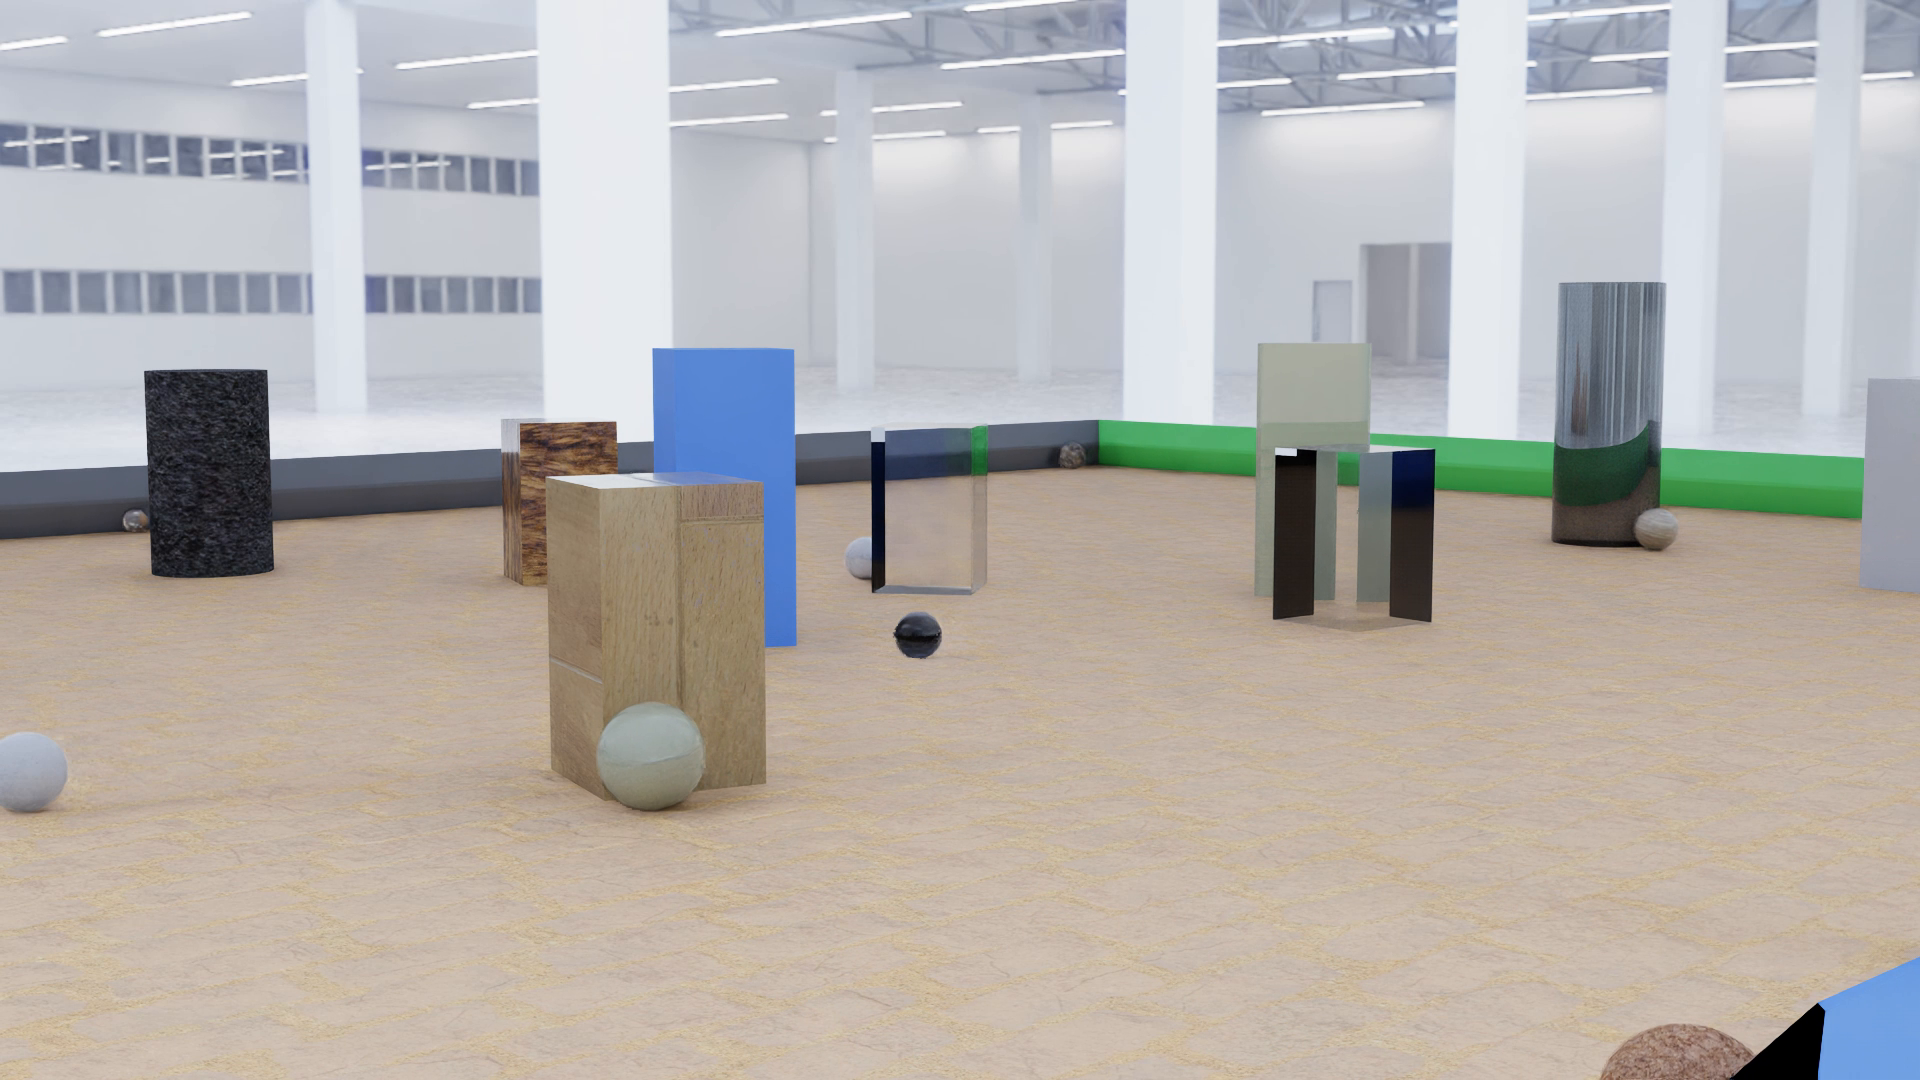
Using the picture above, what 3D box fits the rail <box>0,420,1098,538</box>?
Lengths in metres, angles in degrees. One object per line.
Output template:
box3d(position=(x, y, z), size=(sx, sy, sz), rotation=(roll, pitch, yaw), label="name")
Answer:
box3d(position=(-1.330, -0.116, 4.766), size=(4.757, 0.129, 0.045), rotation=(-5, 8, -42), label="rail")

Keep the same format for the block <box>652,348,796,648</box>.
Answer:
box3d(position=(-0.319, -0.060, 2.964), size=(0.159, 0.394, 0.159), rotation=(-2, 6, -18), label="block")

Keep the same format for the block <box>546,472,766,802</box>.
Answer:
box3d(position=(-0.291, 0.085, 2.097), size=(0.159, 0.286, 0.159), rotation=(-3, 7, -28), label="block")

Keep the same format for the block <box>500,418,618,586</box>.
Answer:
box3d(position=(-0.667, -0.068, 3.663), size=(0.159, 0.264, 0.159), rotation=(-2, 6, -22), label="block")

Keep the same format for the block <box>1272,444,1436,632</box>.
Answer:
box3d(position=(0.565, -0.007, 3.156), size=(0.159, 0.249, 0.159), rotation=(-5, 8, -38), label="block")

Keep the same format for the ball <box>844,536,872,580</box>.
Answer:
box3d(position=(-0.158, 0.030, 3.656), size=(0.071, 0.071, 0.071), rotation=(0, 6, 0), label="ball")

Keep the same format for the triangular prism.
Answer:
box3d(position=(0.552, -0.116, 3.499), size=(0.173, 0.395, 0.150), rotation=(0, 6, 1), label="triangular prism")

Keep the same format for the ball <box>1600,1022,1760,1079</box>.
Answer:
box3d(position=(0.364, 0.287, 1.100), size=(0.089, 0.089, 0.089), rotation=(0, 6, 0), label="ball")

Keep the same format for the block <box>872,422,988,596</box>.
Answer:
box3d(position=(-0.047, -0.053, 3.533), size=(0.159, 0.263, 0.159), rotation=(1, 6, 10), label="block")

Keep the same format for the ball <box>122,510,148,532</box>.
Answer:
box3d(position=(-1.662, -0.039, 4.432), size=(0.047, 0.047, 0.047), rotation=(0, 6, 0), label="ball")

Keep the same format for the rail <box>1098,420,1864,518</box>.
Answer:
box3d(position=(1.731, -0.132, 4.920), size=(0.045, 0.129, 3.970), rotation=(-5, 8, -42), label="rail")

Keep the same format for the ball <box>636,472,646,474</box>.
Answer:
box3d(position=(-0.760, -0.130, 5.237), size=(0.064, 0.064, 0.064), rotation=(0, 6, 0), label="ball")

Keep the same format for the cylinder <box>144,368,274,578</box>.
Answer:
box3d(position=(-1.283, -0.118, 3.761), size=(0.199, 0.344, 0.199), rotation=(0, 6, 0), label="cylinder")

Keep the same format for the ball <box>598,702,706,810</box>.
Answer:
box3d(position=(-0.276, 0.193, 1.971), size=(0.097, 0.097, 0.097), rotation=(0, 6, 0), label="ball")

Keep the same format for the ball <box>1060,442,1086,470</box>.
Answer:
box3d(position=(0.318, -0.238, 6.211), size=(0.075, 0.075, 0.075), rotation=(0, 6, 0), label="ball")

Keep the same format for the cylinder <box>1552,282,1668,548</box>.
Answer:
box3d(position=(1.246, -0.244, 4.228), size=(0.199, 0.498, 0.199), rotation=(0, 6, 0), label="cylinder")

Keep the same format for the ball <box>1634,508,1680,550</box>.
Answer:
box3d(position=(1.302, -0.021, 4.109), size=(0.078, 0.078, 0.078), rotation=(0, 6, 0), label="ball")

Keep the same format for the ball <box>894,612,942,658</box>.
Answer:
box3d(position=(-0.054, 0.122, 2.824), size=(0.061, 0.061, 0.061), rotation=(0, 6, 0), label="ball")

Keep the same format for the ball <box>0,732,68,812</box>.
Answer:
box3d(position=(-0.834, 0.207, 1.962), size=(0.071, 0.071, 0.071), rotation=(0, 6, 0), label="ball")

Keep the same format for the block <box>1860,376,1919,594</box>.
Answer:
box3d(position=(1.567, -0.090, 3.525), size=(0.159, 0.338, 0.159), rotation=(-4, 7, -36), label="block")

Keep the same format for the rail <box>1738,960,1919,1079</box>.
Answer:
box3d(position=(1.330, 0.183, 1.898), size=(4.757, 0.129, 0.045), rotation=(-5, 8, -42), label="rail")
